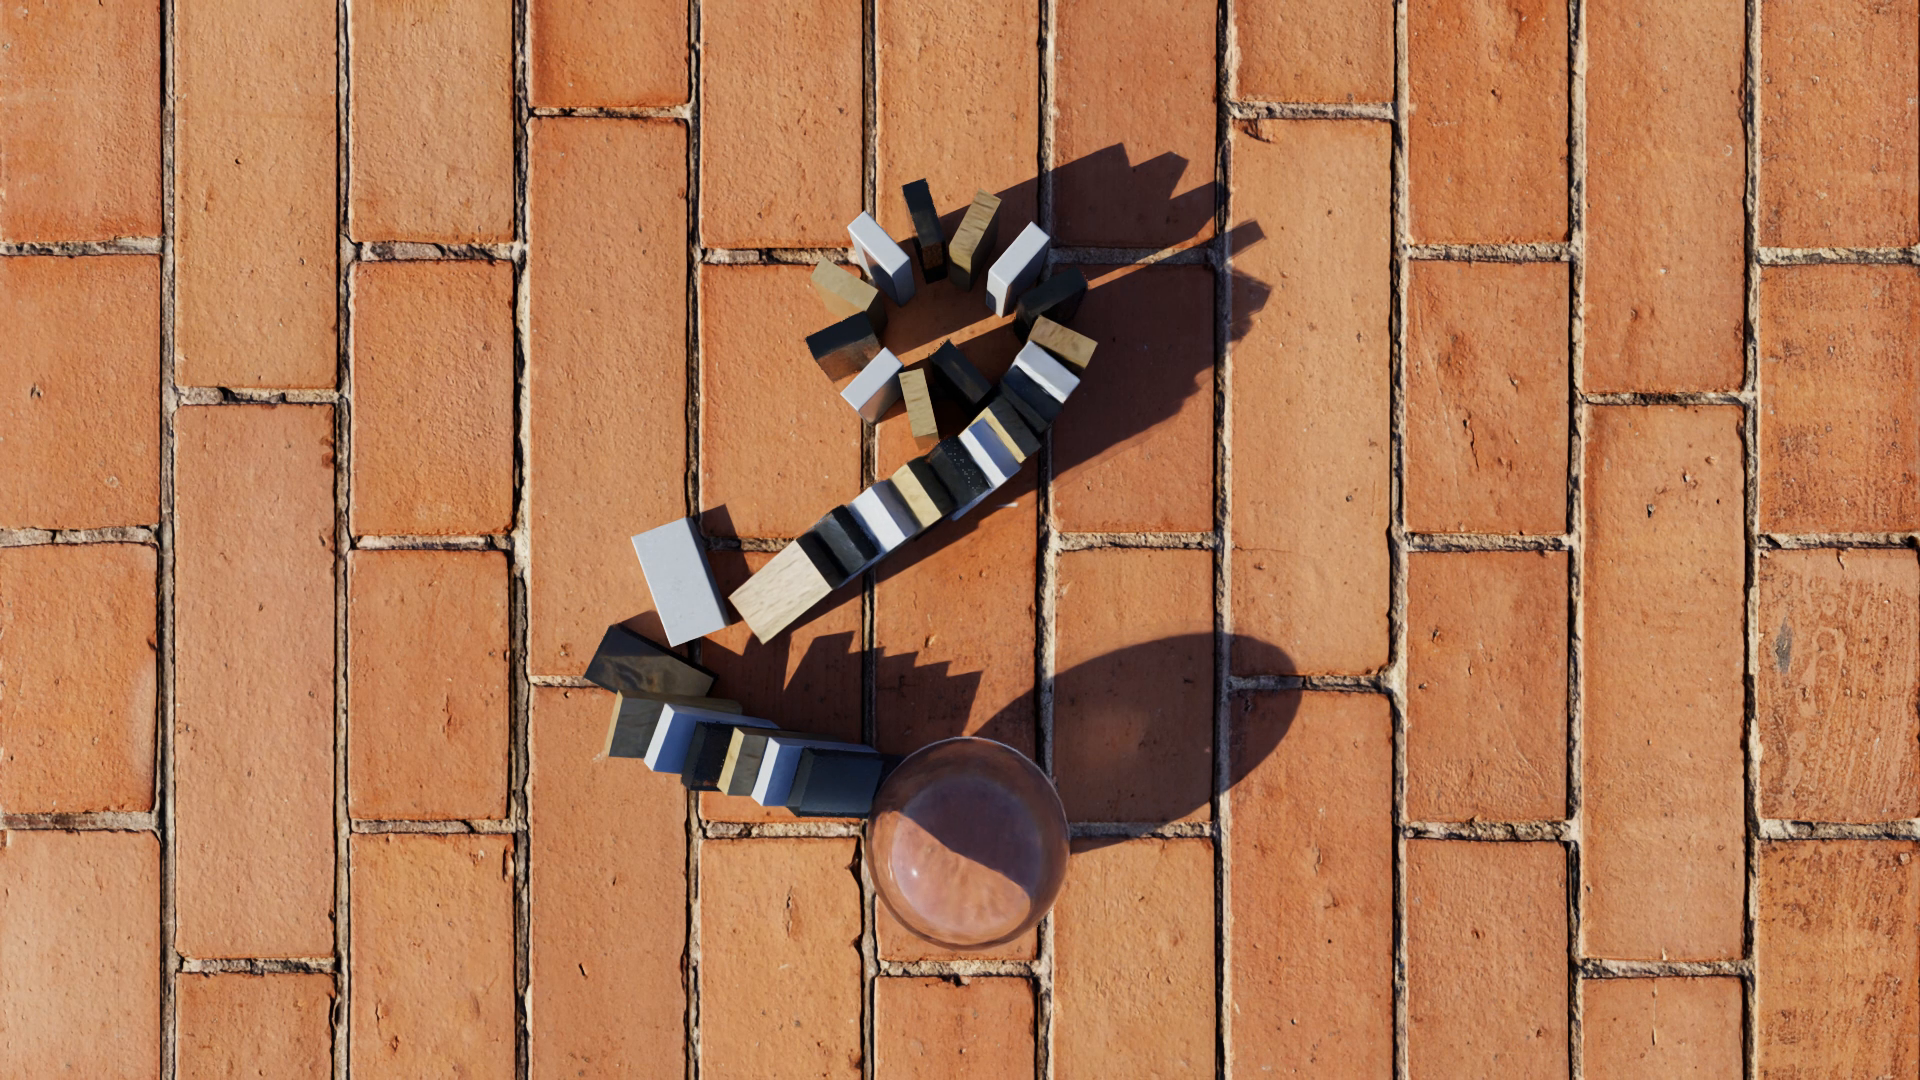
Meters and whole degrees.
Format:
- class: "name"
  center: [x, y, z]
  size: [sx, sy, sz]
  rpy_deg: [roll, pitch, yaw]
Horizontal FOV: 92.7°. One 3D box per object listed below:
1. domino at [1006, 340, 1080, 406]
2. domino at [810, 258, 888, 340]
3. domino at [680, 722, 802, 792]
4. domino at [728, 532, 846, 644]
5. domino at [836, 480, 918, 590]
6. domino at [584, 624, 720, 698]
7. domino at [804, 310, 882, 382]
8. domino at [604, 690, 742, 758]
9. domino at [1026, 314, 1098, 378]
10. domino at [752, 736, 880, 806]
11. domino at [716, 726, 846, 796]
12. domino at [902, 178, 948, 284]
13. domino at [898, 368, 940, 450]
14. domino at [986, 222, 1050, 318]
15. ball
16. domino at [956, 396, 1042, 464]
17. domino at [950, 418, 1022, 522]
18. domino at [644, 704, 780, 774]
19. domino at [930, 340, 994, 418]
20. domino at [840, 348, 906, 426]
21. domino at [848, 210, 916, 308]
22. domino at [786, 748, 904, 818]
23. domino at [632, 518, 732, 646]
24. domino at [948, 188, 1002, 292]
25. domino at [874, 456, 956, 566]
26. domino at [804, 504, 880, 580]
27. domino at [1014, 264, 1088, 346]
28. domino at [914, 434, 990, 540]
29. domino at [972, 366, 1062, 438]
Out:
- class: "domino"
  center: [0.030, -0.061, 0.375]
  size: [0.025, 0.050, 0.009]
  rpy_deg: [39, 77, 0]
- class: "domino"
  center: [-0.044, -0.098, 0.375]
  size: [0.025, 0.050, 0.009]
  rpy_deg: [31, 90, 0]
- class: "domino"
  center: [-0.088, 0.091, 0.380]
  size: [0.050, 0.010, 0.025]
  rpy_deg: [16, 90, -41]
- class: "domino"
  center: [-0.073, 0.021, 0.382]
  size: [0.050, 0.009, 0.025]
  rpy_deg: [-37, 90, 33]
- class: "domino"
  center: [-0.042, -0.001, 0.381]
  size: [0.050, 0.009, 0.025]
  rpy_deg: [-34, 90, 39]
- class: "domino"
  center: [-0.133, 0.059, 0.395]
  size: [0.050, 0.010, 0.025]
  rpy_deg: [27, 90, 0]
- class: "domino"
  center: [-0.046, -0.078, 0.375]
  size: [0.025, 0.050, 0.009]
  rpy_deg: [-25, 90, 0]
- class: "domino"
  center: [-0.119, 0.078, 0.382]
  size: [0.050, 0.009, 0.025]
  rpy_deg: [12, 95, -32]
- class: "domino"
  center: [0.039, -0.075, 0.375]
  size: [0.025, 0.050, 0.009]
  rpy_deg: [25, 87, 0]
- class: "domino"
  center: [-0.059, 0.097, 0.380]
  size: [0.050, 0.010, 0.025]
  rpy_deg: [16, 90, -41]
- class: "domino"
  center: [-0.073, 0.093, 0.380]
  size: [0.050, 0.009, 0.025]
  rpy_deg: [16, 90, -41]
- class: "domino"
  center: [-0.014, -0.125, 0.375]
  size: [0.009, 0.050, 0.025]
  rpy_deg: [-18, 90, 0]
- class: "domino"
  center: [-0.016, -0.052, 0.375]
  size: [0.009, 0.050, 0.025]
  rpy_deg: [-13, 90, 0]
- class: "domino"
  center: [0.023, -0.109, 0.375]
  size: [0.010, 0.050, 0.025]
  rpy_deg: [41, 90, 0]
- class: "ball"
  center: [0.003, 0.118, 0.360]
  size: [0.080, 0.080, 0.080]
  rpy_deg: [0, 90, 0]
- class: "domino"
  center: [0.011, -0.036, 0.376]
  size: [0.010, 0.050, 0.025]
  rpy_deg: [-37, 90, -31]
- class: "domino"
  center: [0.003, -0.028, 0.376]
  size: [0.010, 0.050, 0.025]
  rpy_deg: [-37, 90, -31]
- class: "domino"
  center: [-0.102, 0.085, 0.380]
  size: [0.050, 0.010, 0.025]
  rpy_deg: [21, 90, -41]
- class: "domino"
  center: [0.001, -0.064, 0.375]
  size: [0.010, 0.050, 0.025]
  rpy_deg: [-43, 90, 0]
- class: "domino"
  center: [-0.034, -0.062, 0.375]
  size: [0.009, 0.050, 0.025]
  rpy_deg: [44, 90, 0]
- class: "domino"
  center: [-0.031, -0.114, 0.375]
  size: [0.009, 0.050, 0.025]
  rpy_deg: [-43, 90, 0]
- class: "domino"
  center: [-0.045, 0.101, 0.380]
  size: [0.050, 0.010, 0.025]
  rpy_deg: [16, 90, -41]
- class: "domino"
  center: [-0.120, 0.018, 0.395]
  size: [0.025, 0.009, 0.050]
  rpy_deg: [-20, 90, 0]
- class: "domino"
  center: [0.006, -0.121, 0.375]
  size: [0.009, 0.050, 0.025]
  rpy_deg: [28, 90, 0]
- class: "domino"
  center: [-0.026, -0.011, 0.379]
  size: [0.050, 0.010, 0.025]
  rpy_deg: [-34, 90, 44]
- class: "domino"
  center: [-0.059, 0.009, 0.382]
  size: [0.050, 0.010, 0.025]
  rpy_deg: [-36, 90, 35]
- class: "domino"
  center: [0.036, -0.094, 0.375]
  size: [0.025, 0.050, 0.009]
  rpy_deg: [-31, 88, 0]
- class: "domino"
  center: [-0.011, -0.020, 0.377]
  size: [0.010, 0.050, 0.025]
  rpy_deg: [-34, 90, -37]
- class: "domino"
  center: [0.021, -0.049, 0.375]
  size: [0.025, 0.050, 0.010]
  rpy_deg: [44, 66, 0]
